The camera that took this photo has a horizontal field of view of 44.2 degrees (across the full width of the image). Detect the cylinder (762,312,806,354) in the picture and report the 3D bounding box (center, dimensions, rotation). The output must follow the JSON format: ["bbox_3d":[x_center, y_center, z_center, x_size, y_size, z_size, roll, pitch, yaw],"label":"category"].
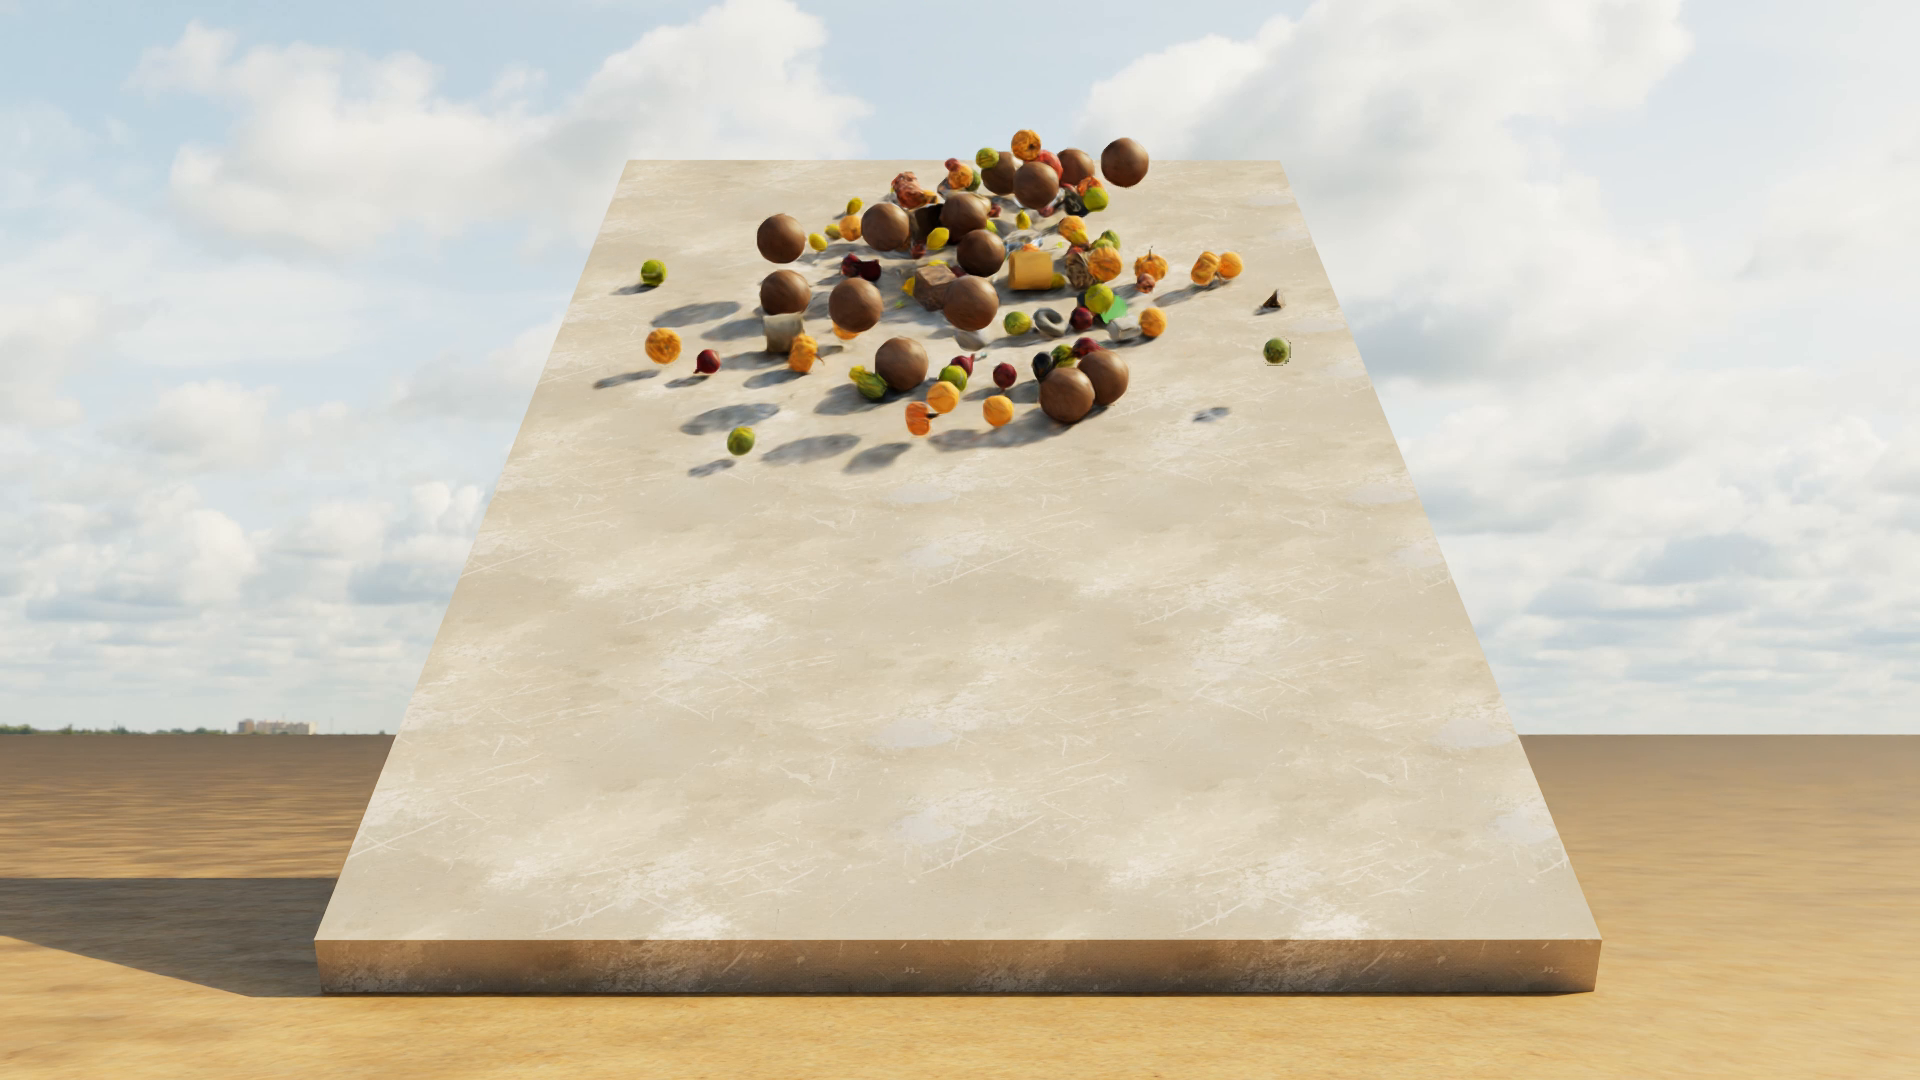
[{"bbox_3d":[-0.433,-0.509,5.815,0.093,0.093,0.093,-7,-4,-7],"label":"cylinder"}]

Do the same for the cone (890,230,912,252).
[{"bbox_3d":[-0.153,-0.822,6.529,0.062,0.062,0.062,-1,-2,17],"label":"cone"}]

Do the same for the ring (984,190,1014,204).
[{"bbox_3d":[0.111,-0.990,6.876,0.093,0.031,0.093,0,-15,0],"label":"ring"}]

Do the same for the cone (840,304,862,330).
[{"bbox_3d":[-0.276,-0.570,5.988,0.059,0.059,0.059,0,27,0],"label":"cone"}]

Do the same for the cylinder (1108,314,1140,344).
[{"bbox_3d":[0.409,-0.527,5.905,0.060,0.060,0.060,-17,2,-21],"label":"cylinder"}]

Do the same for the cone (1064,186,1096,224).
[{"bbox_3d":[0.318,-0.961,6.688,0.098,0.098,0.098,-31,13,8],"label":"cone"}]

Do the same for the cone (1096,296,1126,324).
[{"bbox_3d":[0.369,-0.579,6.035,0.082,0.082,0.082,3,-5,-29],"label":"cone"}]

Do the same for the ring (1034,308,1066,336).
[{"bbox_3d":[0.226,-0.547,5.935,0.092,0.092,0.031,3,-43,-37],"label":"ring"}]

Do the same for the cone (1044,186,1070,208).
[{"bbox_3d":[0.286,-0.985,6.718,0.067,0.067,0.067,-31,13,-30],"label":"cone"}]

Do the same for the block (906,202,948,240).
[{"bbox_3d":[-0.089,-0.861,6.388,0.081,0.081,0.081,-18,13,-16],"label":"block"}]

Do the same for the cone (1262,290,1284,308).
[{"bbox_3d":[0.806,-0.617,6.128,0.052,0.052,0.052,-18,-12,25],"label":"cone"}]

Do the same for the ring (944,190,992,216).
[{"bbox_3d":[0.023,-0.938,6.567,0.135,0.045,0.135,13,18,-4],"label":"ring"}]

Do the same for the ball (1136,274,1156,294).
[{"bbox_3d":[0.483,-0.668,6.156,0.050,0.050,0.050,0,-5,0],"label":"ball"}]

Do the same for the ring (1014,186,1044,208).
[{"bbox_3d":[0.203,-0.994,6.850,0.095,0.032,0.095,-16,31,10],"label":"ring"}]

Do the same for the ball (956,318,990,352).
[{"bbox_3d":[0.030,-0.493,5.688,0.083,0.083,0.083,0,-5,0],"label":"ball"}]

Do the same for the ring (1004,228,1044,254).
[{"bbox_3d":[0.174,-0.816,6.491,0.111,0.037,0.111,-8,38,6],"label":"ring"}]

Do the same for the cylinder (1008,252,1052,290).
[{"bbox_3d":[0.184,-0.707,6.215,0.099,0.099,0.099,-1,-4,-9],"label":"cylinder"}]

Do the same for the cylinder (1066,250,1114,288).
[{"bbox_3d":[0.342,-0.719,6.248,0.089,0.089,0.089,-14,4,-34],"label":"cylinder"}]

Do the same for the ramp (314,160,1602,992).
[{"bbox_3d":[-0.010,-0.228,5.482,2.000,0.100,4.000,0,27,0],"label":"ramp"}]

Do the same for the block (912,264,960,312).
[{"bbox_3d":[-0.062,-0.652,6.107,0.083,0.083,0.083,-14,45,-26],"label":"block"}]

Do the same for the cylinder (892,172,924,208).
[{"bbox_3d":[-0.145,-0.973,6.573,0.071,0.071,0.071,-21,-22,-9],"label":"cylinder"}]

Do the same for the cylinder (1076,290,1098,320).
[{"bbox_3d":[0.322,-0.597,6.009,0.053,0.053,0.053,0,-31,-3],"label":"cylinder"}]

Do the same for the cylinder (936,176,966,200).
[{"bbox_3d":[-0.024,-0.987,6.686,0.063,0.063,0.063,-40,-12,-10],"label":"cylinder"}]
